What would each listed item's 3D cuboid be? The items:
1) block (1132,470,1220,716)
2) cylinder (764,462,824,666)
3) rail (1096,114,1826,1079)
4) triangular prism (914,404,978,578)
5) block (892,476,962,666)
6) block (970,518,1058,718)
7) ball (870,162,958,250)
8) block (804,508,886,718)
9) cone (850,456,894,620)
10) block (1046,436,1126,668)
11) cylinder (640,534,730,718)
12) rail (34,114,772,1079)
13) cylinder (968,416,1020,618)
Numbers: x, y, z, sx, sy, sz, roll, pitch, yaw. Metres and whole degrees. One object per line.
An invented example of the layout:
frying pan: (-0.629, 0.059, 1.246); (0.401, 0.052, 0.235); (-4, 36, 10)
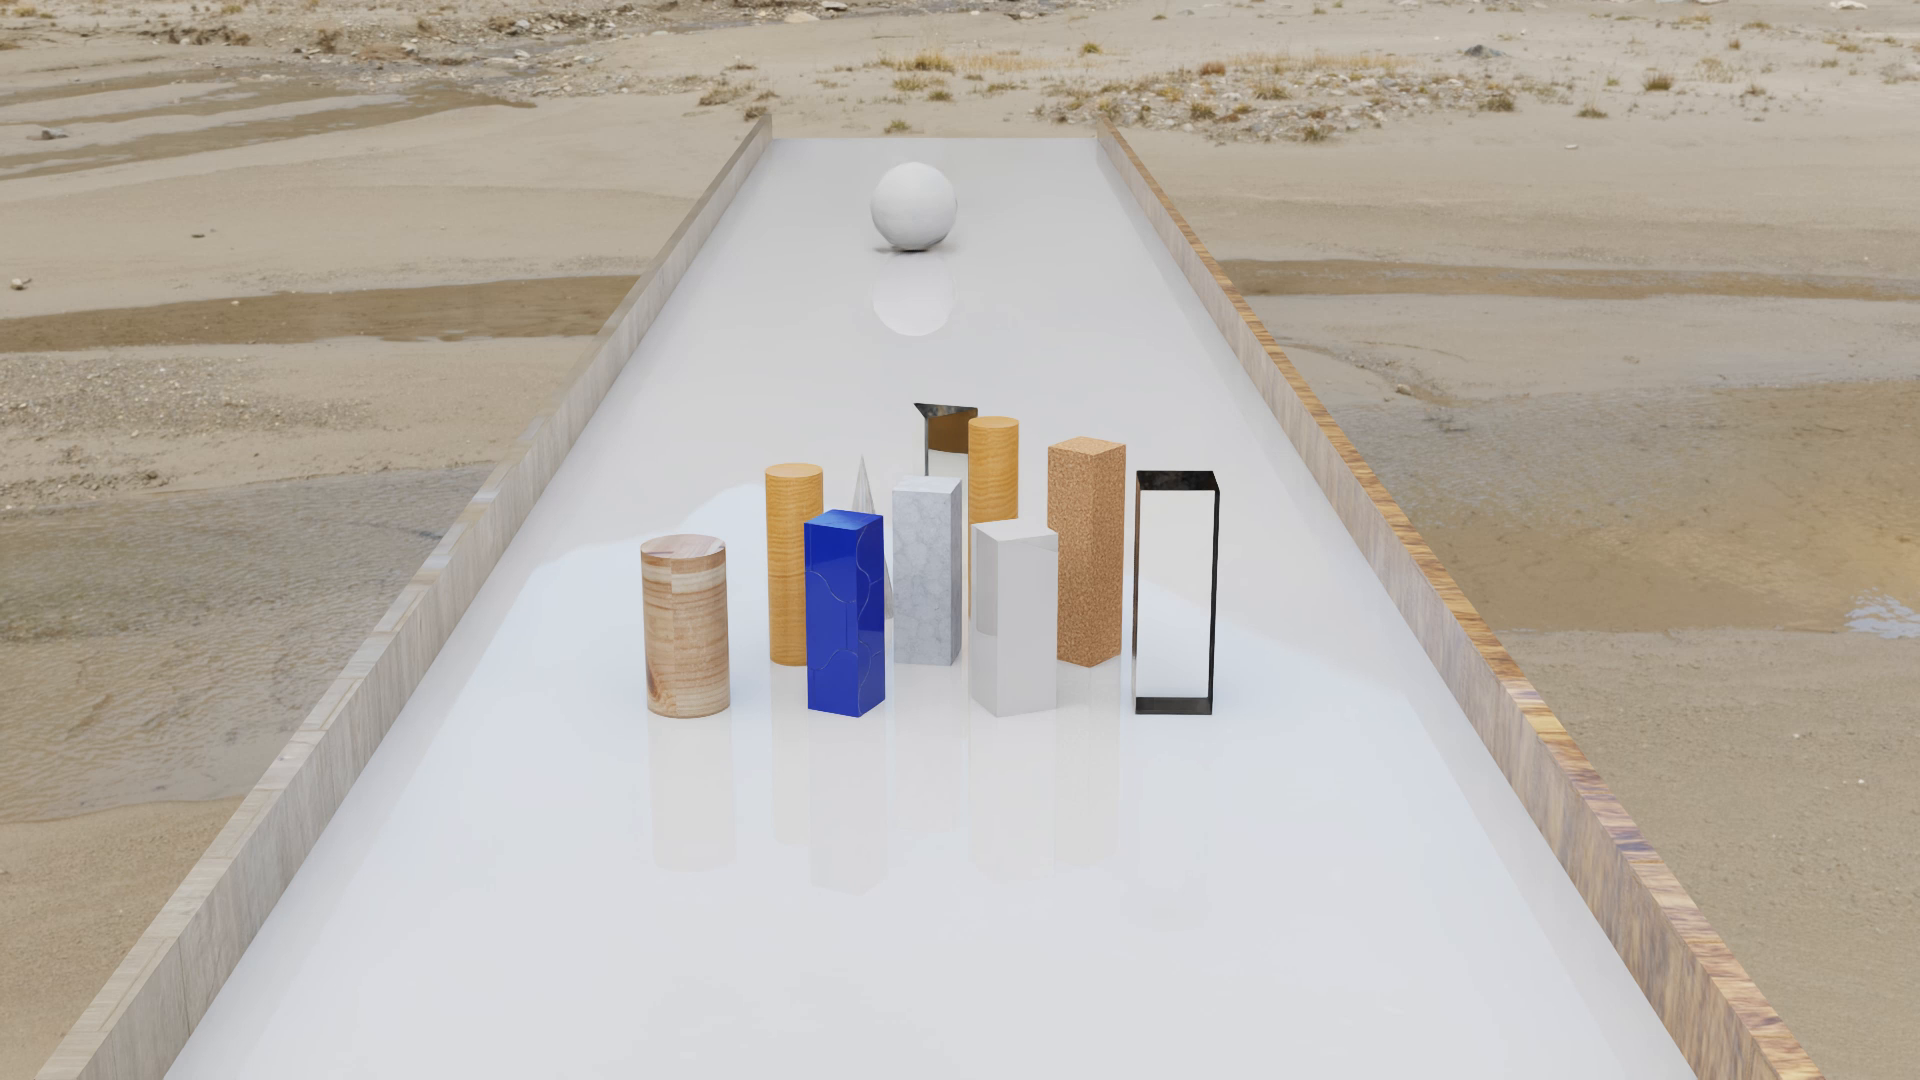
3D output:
block: (0.402, 0.099, 4.131); (0.144, 0.436, 0.144); (0, 17, 1)
cylinder: (-0.327, 0.049, 4.379); (0.114, 0.389, 0.114); (0, 17, 0)
rail: (0.932, -0.844, 7.801); (0.050, 0.150, 12.000); (0, 17, -1)
triangular prism: (-0.059, -0.106, 4.905); (0.149, 0.386, 0.129); (-14, 22, -39)
block: (-0.064, 0.061, 4.393); (0.117, 0.358, 0.117); (3, 17, 10)
block: (0.101, 0.145, 4.136); (0.122, 0.345, 0.122); (-7, 18, -22)
ball: (-0.196, -1.416, 9.337); (0.370, 0.370, 0.370); (0, 17, 0)
block: (-0.215, 0.137, 4.126); (0.108, 0.365, 0.108); (8, 18, 25)
cone: (-0.205, -0.015, 4.655); (0.141, 0.355, 0.141); (0, 17, 0)
block: (0.250, 0.023, 4.383); (0.110, 0.436, 0.110); (13, 21, 36)
cylinder: (-0.515, 0.161, 4.136); (0.158, 0.313, 0.158); (0, 17, 0)
rail: (-1.118, -0.838, 7.780); (0.050, 0.150, 12.000); (0, 17, -1)
cylinder: (0.070, -0.042, 4.622); (0.106, 0.424, 0.106); (0, 17, 0)
